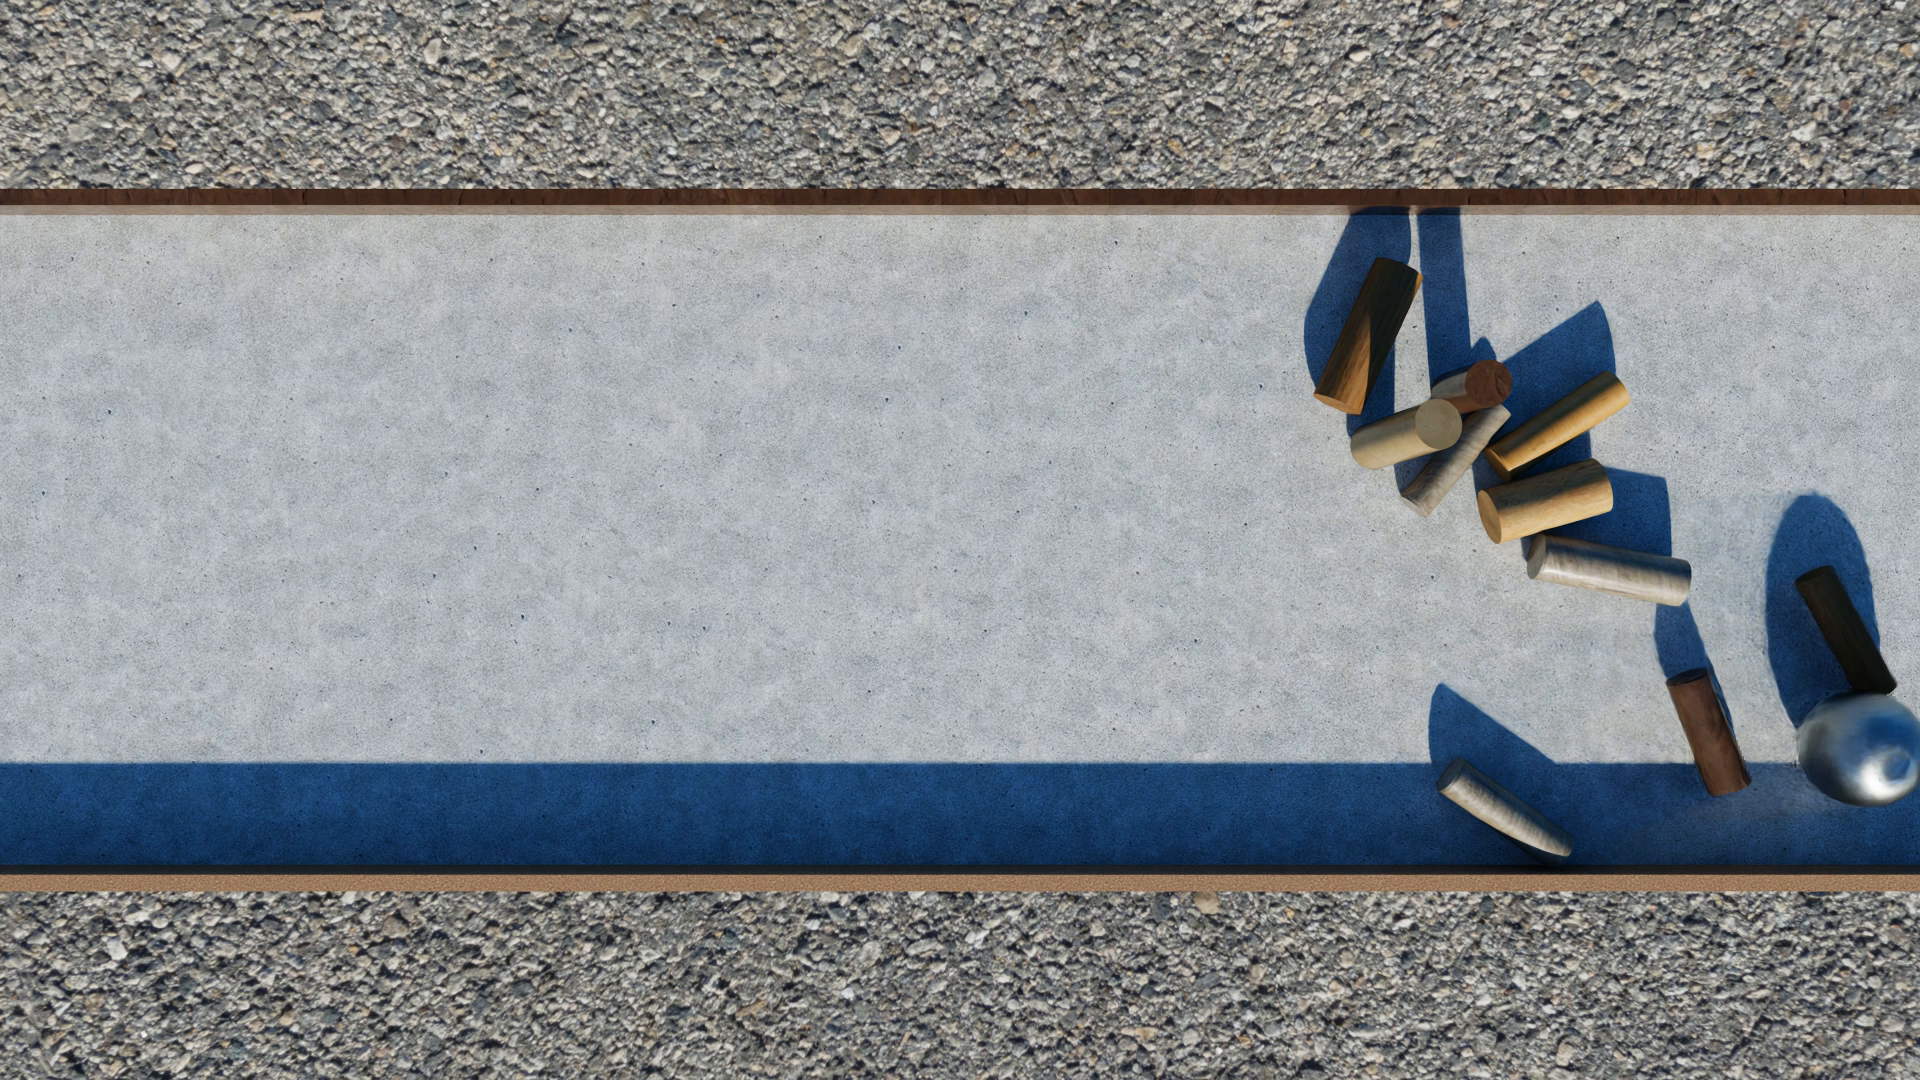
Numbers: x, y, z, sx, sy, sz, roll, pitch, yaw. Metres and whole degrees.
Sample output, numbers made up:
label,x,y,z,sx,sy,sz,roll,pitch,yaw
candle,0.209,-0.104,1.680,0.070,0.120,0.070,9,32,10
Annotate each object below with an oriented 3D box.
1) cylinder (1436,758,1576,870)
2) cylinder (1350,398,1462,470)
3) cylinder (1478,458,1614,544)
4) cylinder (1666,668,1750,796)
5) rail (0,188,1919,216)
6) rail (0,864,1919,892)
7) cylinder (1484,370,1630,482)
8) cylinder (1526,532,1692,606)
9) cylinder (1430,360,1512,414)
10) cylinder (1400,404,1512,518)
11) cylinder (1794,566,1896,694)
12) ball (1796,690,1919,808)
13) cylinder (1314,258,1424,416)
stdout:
label,x,y,z,sx,sy,sz,roll,pitch,yaw
cylinder,1.658,0.830,5.014,0.414,0.125,0.125,35,90,0
cylinder,1.307,-0.307,4.855,0.145,0.422,0.145,1,84,-11
cylinder,1.769,-0.118,4.992,0.347,0.171,0.171,-16,90,0
cylinder,2.273,0.583,5.014,0.125,0.125,0.362,-21,90,0
rail,-2.247,-1.025,5.002,12.000,0.150,0.050,0,90,0
rail,-2.247,1.025,5.001,12.000,0.150,0.050,0,90,0
cylinder,1.814,-0.345,5.014,0.431,0.126,0.126,-33,90,0
cylinder,1.966,0.089,5.003,0.444,0.146,0.146,11,90,0
cylinder,1.517,-0.450,4.903,0.136,0.346,0.136,0,90,0
cylinder,1.509,-0.252,5.025,0.103,0.103,0.399,40,90,0
cylinder,2.695,0.284,5.020,0.113,0.113,0.409,-29,90,0
ball,2.681,0.619,4.904,0.345,0.345,0.345,0,90,0
cylinder,1.237,-0.616,4.999,0.155,0.155,0.453,25,90,0
